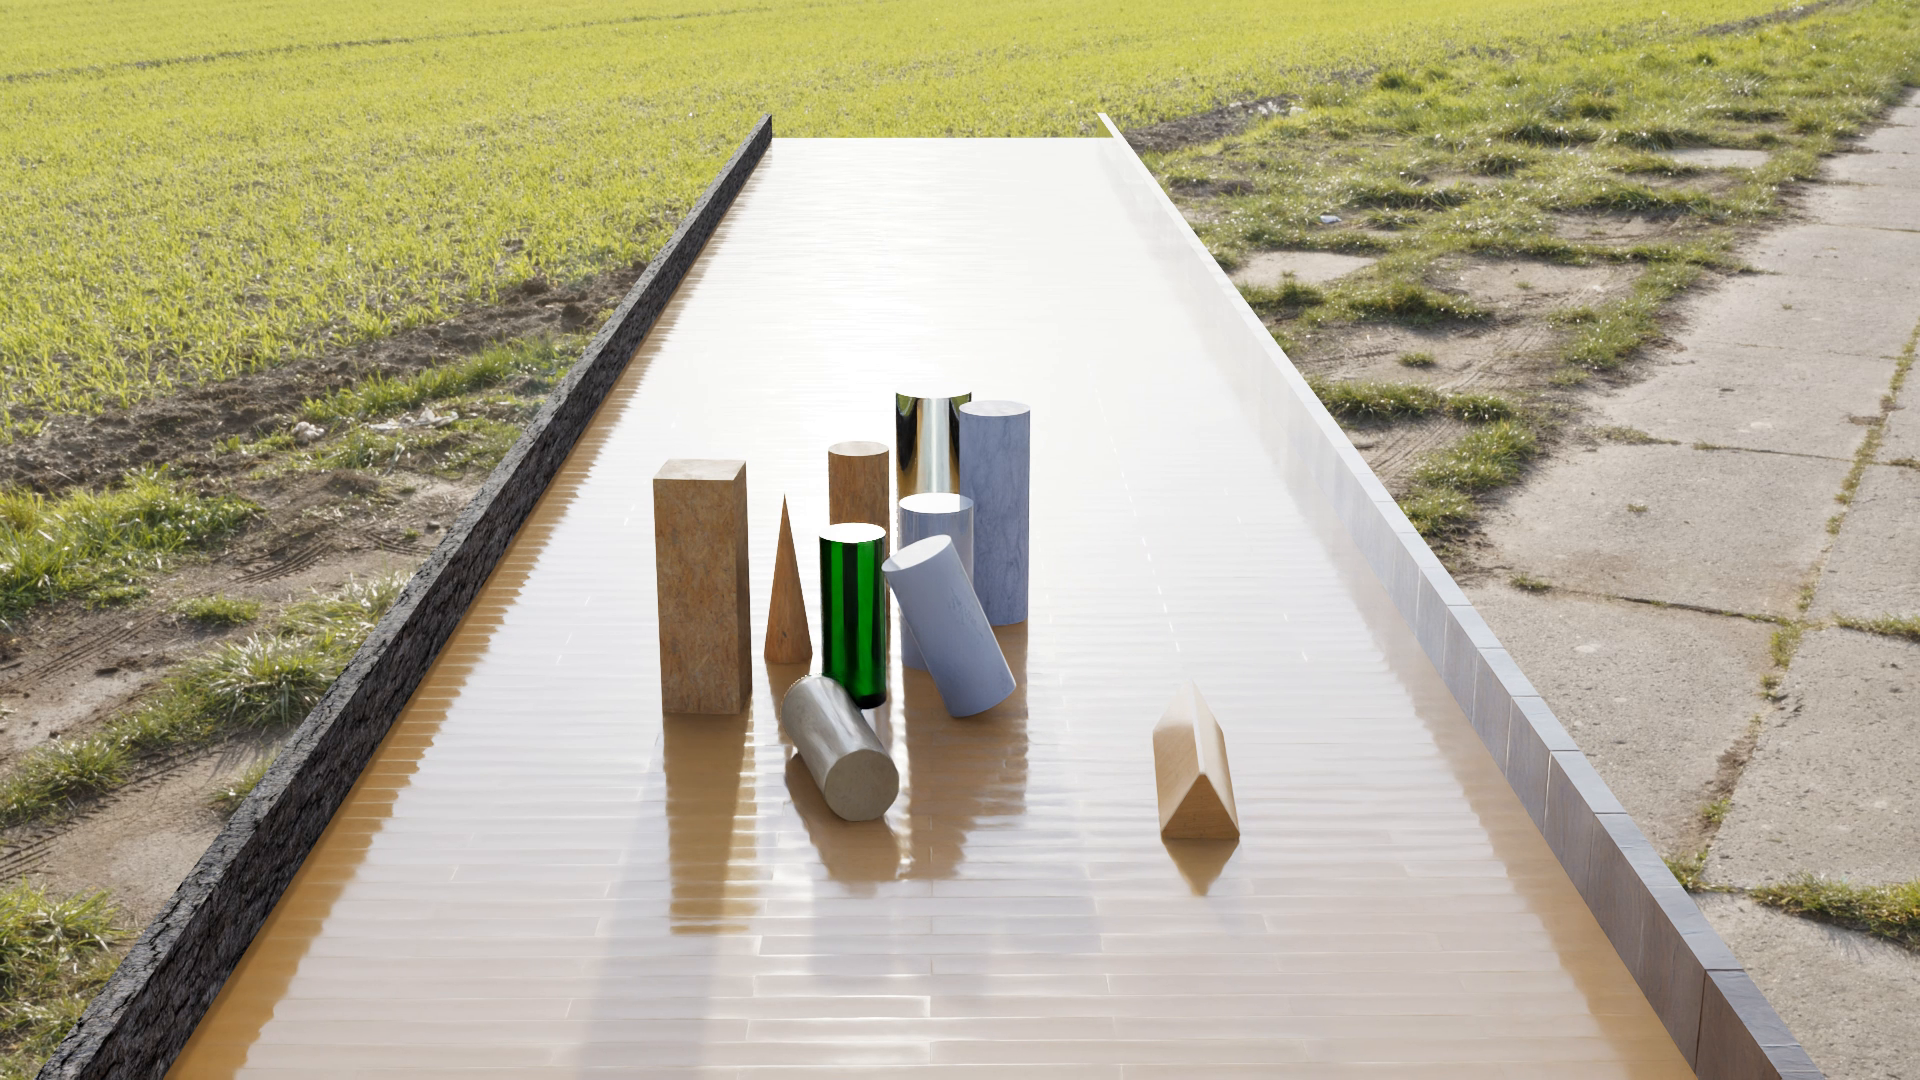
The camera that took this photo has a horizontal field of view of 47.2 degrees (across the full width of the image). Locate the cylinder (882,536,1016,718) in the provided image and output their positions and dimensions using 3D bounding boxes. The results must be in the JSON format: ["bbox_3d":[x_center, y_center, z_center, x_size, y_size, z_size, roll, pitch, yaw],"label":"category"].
[{"bbox_3d":[-0.020,0.160,4.091,0.139,0.311,0.139,-22,16,7],"label":"cylinder"}]

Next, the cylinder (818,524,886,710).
[{"bbox_3d":[-0.202,0.145,4.157,0.124,0.332,0.124,0,17,0],"label":"cylinder"}]

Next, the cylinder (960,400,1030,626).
[{"bbox_3d":[0.072,-0.058,4.628,0.148,0.452,0.148,0,17,0],"label":"cylinder"}]

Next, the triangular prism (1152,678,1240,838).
[{"bbox_3d":[0.405,0.366,3.792,0.127,0.110,0.456,1,17,3],"label":"triangular prism"}]

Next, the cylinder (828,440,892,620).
[{"bbox_3d":[-0.211,-0.016,4.638,0.129,0.366,0.129,0,17,0],"label":"cylinder"}]

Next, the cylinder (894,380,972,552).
[{"bbox_3d":[-0.058,-0.123,4.883,0.170,0.432,0.170,0,17,0],"label":"cylinder"}]

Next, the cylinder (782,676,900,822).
[{"bbox_3d":[-0.210,0.357,3.803,0.129,0.129,0.363,-5,17,-15],"label":"cylinder"}]

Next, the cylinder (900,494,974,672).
[{"bbox_3d":[-0.046,0.083,4.375,0.146,0.326,0.146,0,17,0],"label":"cylinder"}]

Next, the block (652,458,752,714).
[{"bbox_3d":[-0.481,0.087,4.137,0.148,0.455,0.148,1,17,4],"label":"block"}]

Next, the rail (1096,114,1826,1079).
[{"bbox_3d":[0.932,-0.844,7.801,0.050,0.150,12.000,0,17,-1],"label":"rail"}]

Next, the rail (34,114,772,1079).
[{"bbox_3d":[-1.118,-0.838,7.780,0.050,0.150,12.000,0,17,-1],"label":"rail"}]

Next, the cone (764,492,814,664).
[{"bbox_3d":[-0.347,0.066,4.398,0.101,0.346,0.101,0,17,0],"label":"cone"}]
